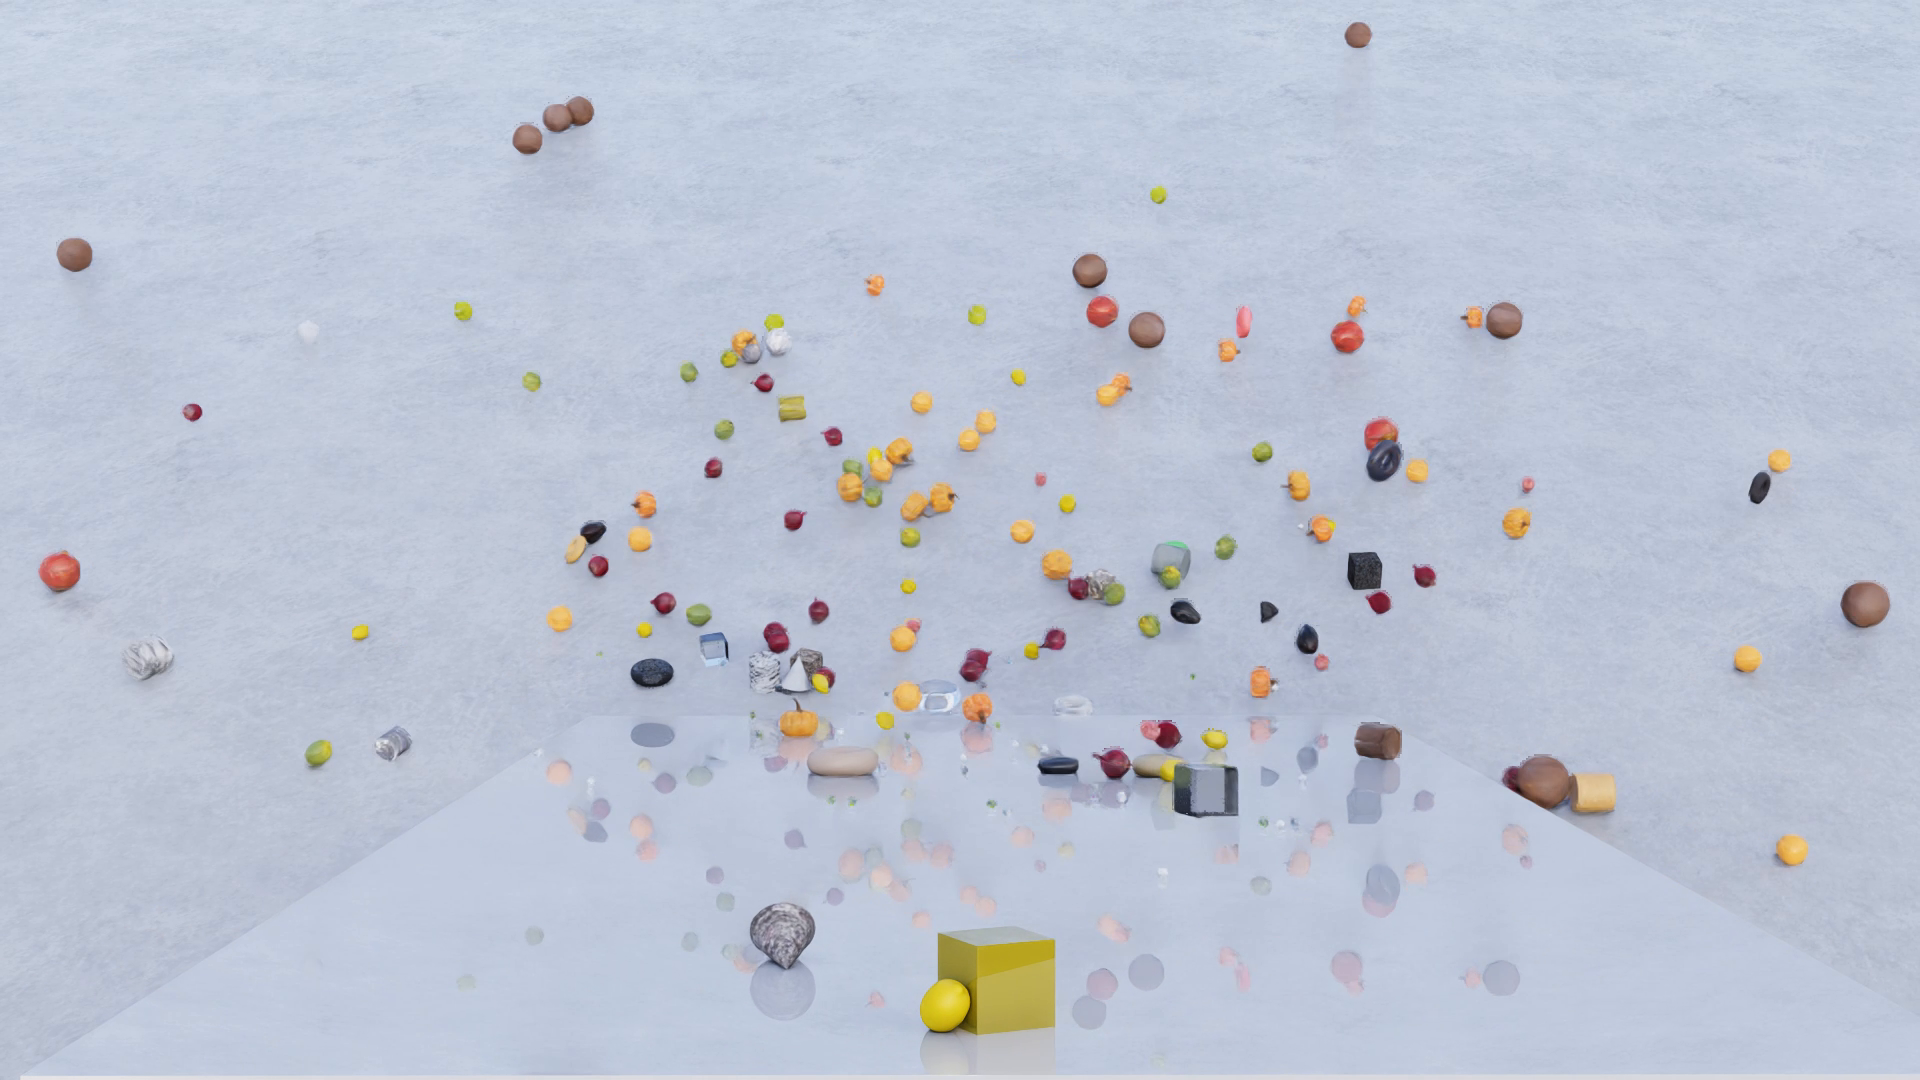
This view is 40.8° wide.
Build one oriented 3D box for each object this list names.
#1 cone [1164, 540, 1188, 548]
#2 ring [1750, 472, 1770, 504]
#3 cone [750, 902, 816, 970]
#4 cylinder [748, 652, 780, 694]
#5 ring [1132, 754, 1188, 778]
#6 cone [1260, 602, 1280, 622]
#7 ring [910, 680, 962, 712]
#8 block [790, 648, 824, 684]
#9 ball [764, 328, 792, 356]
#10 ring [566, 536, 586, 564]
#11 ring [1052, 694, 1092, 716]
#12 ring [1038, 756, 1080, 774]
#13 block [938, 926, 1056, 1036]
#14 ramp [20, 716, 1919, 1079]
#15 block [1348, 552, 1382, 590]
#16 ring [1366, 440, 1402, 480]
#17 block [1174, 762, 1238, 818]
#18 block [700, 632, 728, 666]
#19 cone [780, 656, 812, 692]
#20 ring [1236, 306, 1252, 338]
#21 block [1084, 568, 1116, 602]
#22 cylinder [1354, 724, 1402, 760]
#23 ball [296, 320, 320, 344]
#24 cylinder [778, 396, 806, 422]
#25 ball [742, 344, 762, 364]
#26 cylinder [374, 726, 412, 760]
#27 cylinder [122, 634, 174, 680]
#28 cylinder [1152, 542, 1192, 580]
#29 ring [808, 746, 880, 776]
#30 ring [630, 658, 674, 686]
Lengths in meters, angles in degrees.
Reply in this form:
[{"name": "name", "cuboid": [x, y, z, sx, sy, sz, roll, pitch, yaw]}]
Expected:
[{"name": "cone", "cuboid": [0.624, 0.059, 7.518, 0.082, 0.082, 0.082, 0, 53, 1]}, {"name": "ring", "cuboid": [2.444, -0.160, 7.885, 0.033, 0.100, 0.100, 20, 33, 35]}, {"name": "cone", "cuboid": [-0.215, 0.503, 3.169, 0.082, 0.082, 0.082, -3, 28, -6]}, {"name": "cylinder", "cuboid": [-0.520, 0.353, 6.875, 0.083, 0.083, 0.083, 0, 26, 0]}, {"name": "ring", "cuboid": [0.405, 0.457, 5.225, 0.116, 0.039, 0.116, 1, 0, 0]}, {"name": "cone", "cuboid": [0.855, 0.212, 7.223, 0.057, 0.057, 0.057, 16, 57, 29]}, {"name": "ring", "cuboid": [-0.063, 0.411, 6.802, 0.134, 0.045, 0.134, -1, 26, 1]}, {"name": "block", "cuboid": [-0.412, 0.337, 6.929, 0.064, 0.064, 0.064, 13, 29, 24]}, {"name": "ball", "cuboid": [-0.630, -0.688, 8.959, 0.096, 0.096, 0.096, 0, 26, 0]}, {"name": "ring", "cuboid": [-1.123, 0.027, 7.537, 0.030, 0.089, 0.089, 29, 16, -24]}, {"name": "ring", "cuboid": [0.295, 0.438, 6.757, 0.106, 0.035, 0.106, -1, 26, 1]}, {"name": "ring", "cuboid": [0.201, 0.461, 5.280, 0.086, 0.029, 0.086, 0, 2, 0]}, {"name": "block", "cuboid": [0.039, 0.481, 2.826, 0.096, 0.096, 0.096, -1, 1, -27]}, {"name": "ramp", "cuboid": [0.060, 0.540, 4.577, 2.000, 0.100, 4.000, 0, 1, 0]}, {"name": "block", "cuboid": [1.163, 0.088, 7.412, 0.079, 0.079, 0.079, -3, 27, -5]}, {"name": "ring", "cuboid": [1.320, -0.247, 8.028, 0.136, 0.136, 0.045, -20, 35, -34]}, {"name": "block", "cuboid": [0.441, 0.447, 4.618, 0.085, 0.085, 0.085, -1, 1, -23]}, {"name": "block", "cuboid": [-0.668, 0.297, 7.010, 0.064, 0.064, 0.064, -9, 28, -17]}, {"name": "cone", "cuboid": [-0.432, 0.348, 6.866, 0.084, 0.084, 0.084, 7, 16, -2]}, {"name": "ring", "cuboid": [0.996, -0.764, 9.048, 0.038, 0.114, 0.114, 6, 26, -5]}, {"name": "block", "cuboid": [0.399, 0.127, 7.355, 0.061, 0.061, 0.061, -20, 33, -35]}, {"name": "cylinder", "cuboid": [0.895, 0.432, 5.527, 0.071, 0.071, 0.071, 4, 22, 44]}, {"name": "ball", "cuboid": [-2.285, -0.728, 9.053, 0.083, 0.083, 0.083, 0, 26, 0]}, {"name": "cylinder", "cuboid": [-0.552, -0.432, 8.460, 0.080, 0.080, 0.080, -6, 27, -11]}, {"name": "ball", "cuboid": [-0.717, -0.642, 8.894, 0.071, 0.071, 0.071, 0, 26, 0]}, {"name": "cylinder", "cuboid": [-1.441, 0.518, 6.562, 0.066, 0.066, 0.066, 14, 30, 26]}, {"name": "cylinder", "cuboid": [-2.182, 0.316, 6.935, 0.095, 0.095, 0.095, 20, 33, 35]}, {"name": "cylinder", "cuboid": [0.610, 0.061, 7.455, 0.090, 0.090, 0.090, 14, 29, 21]}, {"name": "ring", "cuboid": [-0.238, 0.452, 5.262, 0.148, 0.049, 0.148, -1, 2, 0]}, {"name": "ring", "cuboid": [-0.826, 0.356, 6.920, 0.116, 0.039, 0.116, 1, 27, -1]}]
